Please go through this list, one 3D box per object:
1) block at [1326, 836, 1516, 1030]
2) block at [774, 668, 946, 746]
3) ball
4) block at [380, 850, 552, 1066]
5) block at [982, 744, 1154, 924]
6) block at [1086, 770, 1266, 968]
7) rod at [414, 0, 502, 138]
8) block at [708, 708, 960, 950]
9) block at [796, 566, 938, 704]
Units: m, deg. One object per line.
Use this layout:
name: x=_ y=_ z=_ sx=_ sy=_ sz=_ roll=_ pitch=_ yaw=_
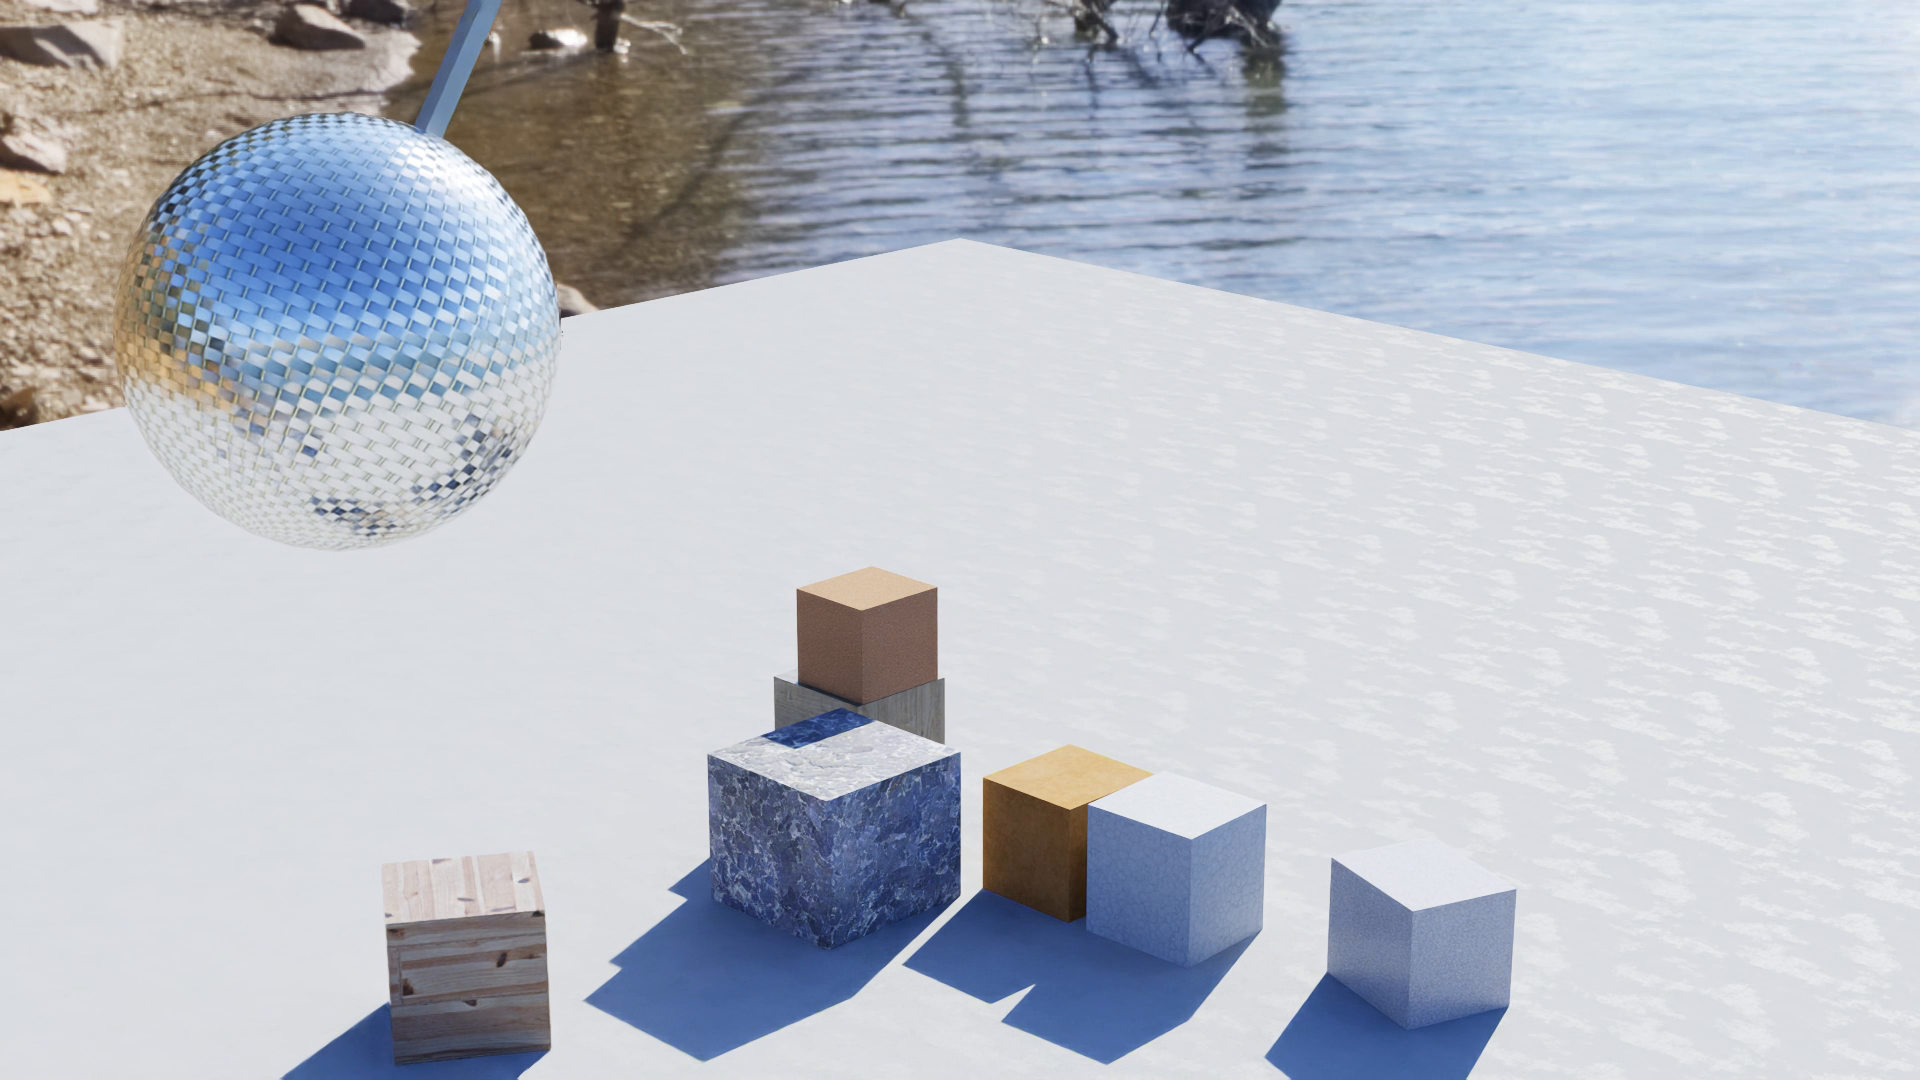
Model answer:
block: x=1.923 y=1.635 z=12.259 sx=0.509 sy=0.531 sz=0.604 roll=-8 pitch=19 yaw=-24
block: x=-0.482 y=0.974 z=14.130 sx=0.570 sy=0.670 sz=0.590 roll=-17 pitch=24 yaw=-42
ball: x=-2.268 y=-0.760 z=10.726 sx=1.600 sy=1.600 sz=1.600 roll=0 pitch=17 yaw=0
block: x=-2.013 y=1.692 z=11.929 sx=0.622 sy=0.618 sz=0.599 roll=-4 pitch=18 yaw=-12
block: x=0.493 y=1.318 z=13.248 sx=0.533 sy=0.542 sz=0.574 roll=17 pitch=24 yaw=42
block: x=0.943 y=1.429 z=12.802 sx=0.567 sy=0.598 sz=0.531 roll=15 pitch=23 yaw=40
rod: x=-0.983 y=-3.886 z=11.090 sx=0.080 sy=5.200 sz=0.080 roll=17 pitch=-8 yaw=42
block: x=-0.558 y=1.276 z=13.118 sx=0.779 sy=0.699 sz=0.813 roll=17 pitch=24 yaw=42
block: x=-0.439 y=0.447 z=13.914 sx=0.490 sy=0.464 sz=0.454 roll=-17 pitch=24 yaw=-42
